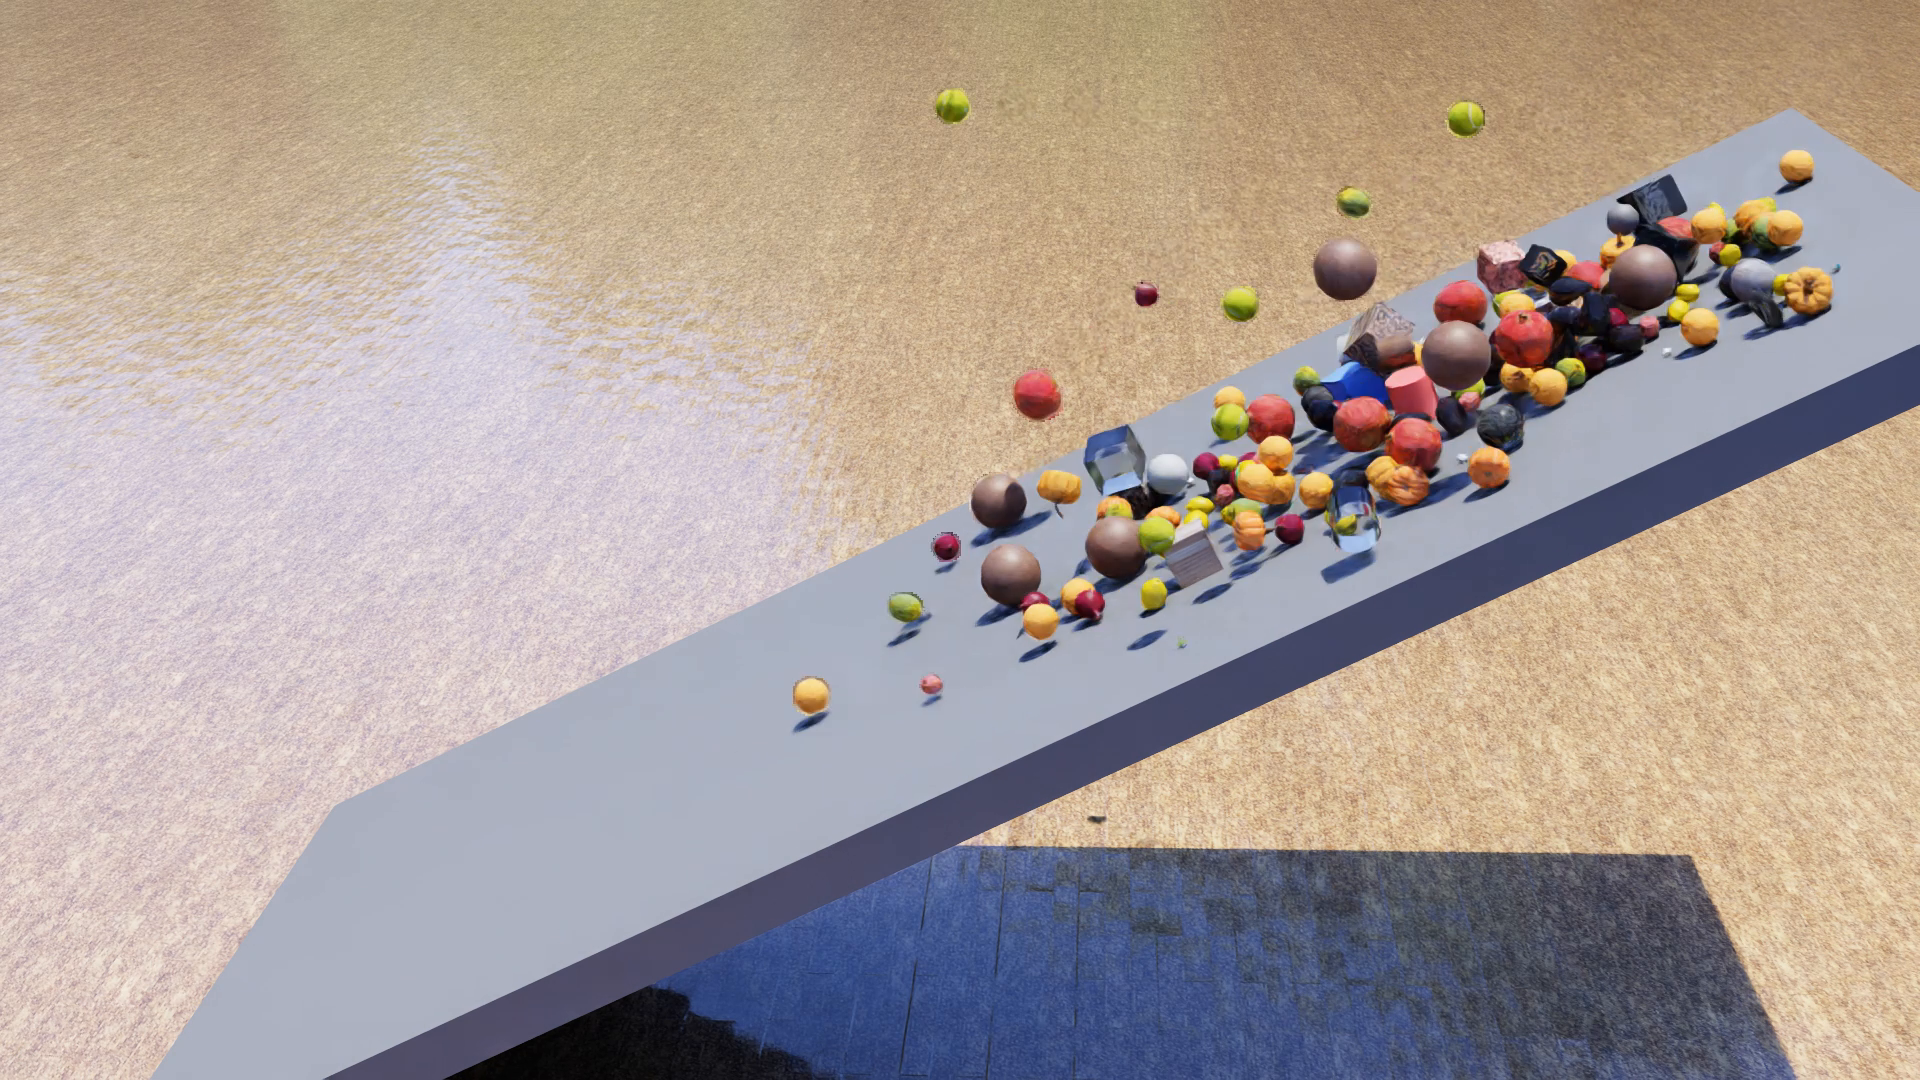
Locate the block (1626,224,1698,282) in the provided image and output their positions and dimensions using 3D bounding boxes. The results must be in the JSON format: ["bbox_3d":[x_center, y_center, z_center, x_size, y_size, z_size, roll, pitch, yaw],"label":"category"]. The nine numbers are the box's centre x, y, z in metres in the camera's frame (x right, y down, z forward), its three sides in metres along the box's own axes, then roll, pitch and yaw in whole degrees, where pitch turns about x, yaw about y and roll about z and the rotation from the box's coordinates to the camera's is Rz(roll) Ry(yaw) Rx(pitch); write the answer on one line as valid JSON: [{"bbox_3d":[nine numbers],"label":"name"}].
[{"bbox_3d":[1.425,-0.582,5.977,0.090,0.090,0.090,29,22,31],"label":"block"}]

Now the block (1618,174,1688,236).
[{"bbox_3d":[1.517,-0.734,6.440,0.090,0.090,0.090,-26,0,-23],"label":"block"}]

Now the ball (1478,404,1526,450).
[{"bbox_3d":[1.023,-0.214,5.559,0.090,0.090,0.090,0,17,0],"label":"ball"}]

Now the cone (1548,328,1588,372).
[{"bbox_3d":[1.196,-0.385,5.788,0.081,0.081,0.081,-6,37,4],"label":"cone"}]

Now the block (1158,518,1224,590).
[{"bbox_3d":[0.453,0.026,5.783,0.091,0.091,0.091,-26,14,6],"label":"block"}]

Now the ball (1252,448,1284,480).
[{"bbox_3d":[0.643,-0.158,6.138,0.067,0.067,0.067,0,17,0],"label":"ball"}]

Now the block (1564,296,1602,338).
[{"bbox_3d":[1.248,-0.448,5.888,0.051,0.051,0.051,22,51,-27],"label":"block"}]

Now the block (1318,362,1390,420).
[{"bbox_3d":[0.845,-0.322,6.293,0.091,0.091,0.091,-34,15,-22],"label":"block"}]

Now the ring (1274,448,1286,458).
[{"bbox_3d":[0.658,-0.173,6.257,0.075,0.025,0.075,-25,14,7],"label":"ring"}]

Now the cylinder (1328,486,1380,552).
[{"bbox_3d":[0.718,-0.038,5.365,0.088,0.088,0.088,0,37,0],"label":"cylinder"}]

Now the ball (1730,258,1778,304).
[{"bbox_3d":[1.519,-0.495,5.629,0.087,0.087,0.087,0,17,0],"label":"ball"}]

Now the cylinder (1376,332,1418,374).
[{"bbox_3d":[0.899,-0.387,6.057,0.073,0.073,0.073,-13,14,12],"label":"cylinder"}]

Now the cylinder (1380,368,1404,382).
[{"bbox_3d":[0.918,-0.367,6.321,0.062,0.062,0.062,12,-4,34],"label":"cylinder"}]

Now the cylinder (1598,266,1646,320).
[{"bbox_3d":[1.347,-0.504,5.980,0.093,0.093,0.093,3,17,10],"label":"cylinder"}]

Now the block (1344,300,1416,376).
[{"bbox_3d":[0.885,-0.425,6.213,0.094,0.094,0.094,33,54,-10],"label":"block"}]

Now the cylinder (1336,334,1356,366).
[{"bbox_3d":[0.880,-0.417,6.432,0.082,0.082,0.082,-18,4,35],"label":"cylinder"}]

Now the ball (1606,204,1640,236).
[{"bbox_3d":[1.379,-0.666,6.119,0.068,0.068,0.068,0,17,0],"label":"ball"}]

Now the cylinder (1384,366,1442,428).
[{"bbox_3d":[0.926,-0.293,6.004,0.093,0.093,0.093,-20,21,8],"label":"cylinder"}]

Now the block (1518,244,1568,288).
[{"bbox_3d":[1.197,-0.562,6.042,0.060,0.060,0.060,34,-2,-30],"label":"block"}]

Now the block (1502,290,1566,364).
[{"bbox_3d":[1.184,-0.438,6.046,0.098,0.098,0.098,-25,14,14],"label":"block"}]

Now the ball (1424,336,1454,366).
[{"bbox_3d":[0.972,-0.384,5.977,0.060,0.060,0.060,0,17,0],"label":"ball"}]

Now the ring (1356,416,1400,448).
[{"bbox_3d":[0.855,-0.222,6.029,0.100,0.033,0.100,-30,9,5],"label":"ring"}]

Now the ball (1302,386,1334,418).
[{"bbox_3d":[0.754,-0.291,6.196,0.068,0.068,0.068,0,17,0],"label":"ball"}]

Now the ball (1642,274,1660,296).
[{"bbox_3d":[1.410,-0.528,6.038,0.051,0.051,0.051,0,17,0],"label":"ball"}]

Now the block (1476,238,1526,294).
[{"bbox_3d":[1.127,-0.568,6.112,0.075,0.075,0.075,-13,39,-12],"label":"block"}]

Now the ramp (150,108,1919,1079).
[{"bbox_3d":[0.139,0.168,6.281,4.000,0.100,2.000,-25,14,10],"label":"ramp"}]

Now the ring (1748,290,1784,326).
[{"bbox_3d":[1.496,-0.430,5.461,0.026,0.079,0.079,-40,23,-2],"label":"ring"}]

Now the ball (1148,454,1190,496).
[{"bbox_3d":[0.449,-0.142,6.346,0.090,0.090,0.090,0,17,0],"label":"ball"}]

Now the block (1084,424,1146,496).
[{"bbox_3d":[0.325,-0.167,6.158,0.093,0.093,0.093,-16,34,23],"label":"block"}]
